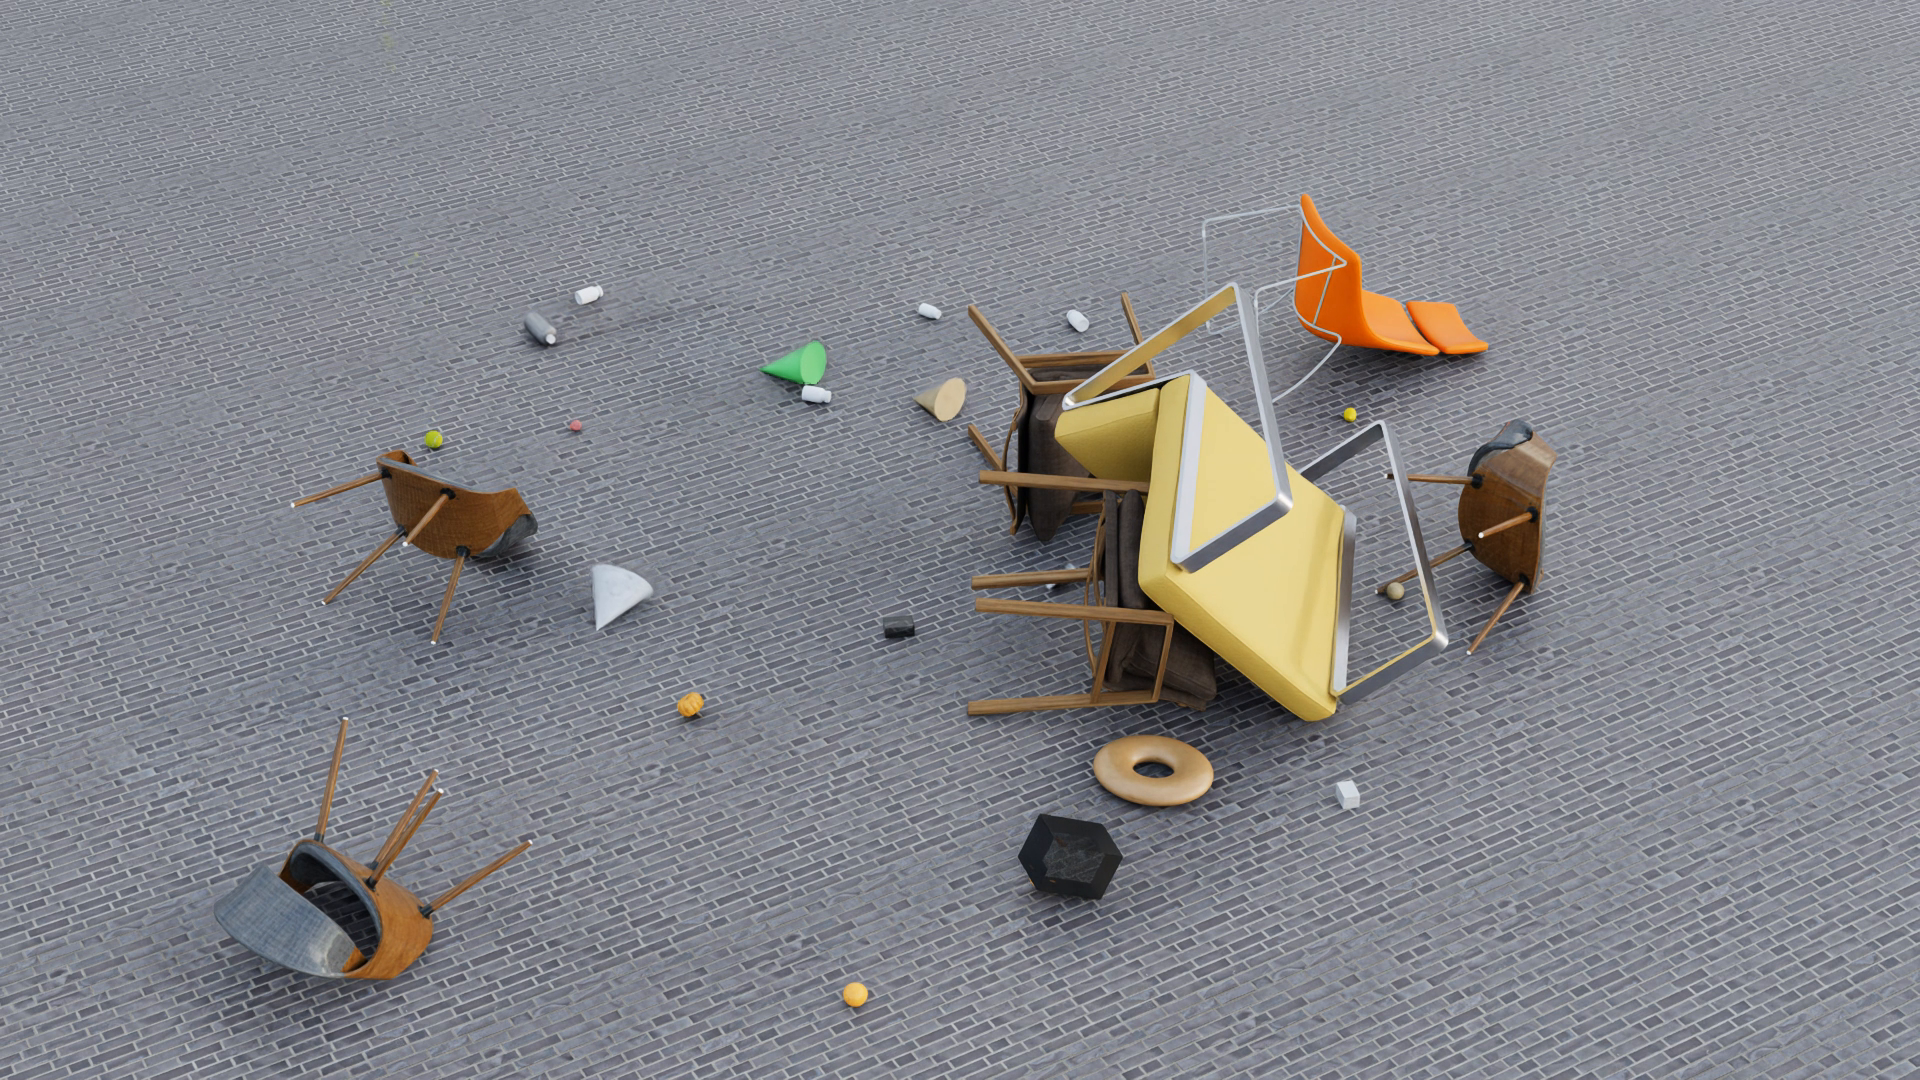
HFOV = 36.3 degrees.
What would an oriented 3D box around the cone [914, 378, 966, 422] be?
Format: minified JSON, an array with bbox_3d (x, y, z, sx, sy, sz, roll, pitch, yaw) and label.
[{"bbox_3d":[-0.115,-0.567,11.740,0.215,0.140,0.204,5,50,44],"label":"cone"}]

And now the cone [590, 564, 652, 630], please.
[{"bbox_3d":[-1.258,0.235,10.517,0.238,0.158,0.234,19,56,5],"label":"cone"}]

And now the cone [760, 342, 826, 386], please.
[{"bbox_3d":[-0.711,-0.707,11.948,0.256,0.159,0.251,-5,27,25],"label":"cone"}]

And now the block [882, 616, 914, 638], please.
[{"bbox_3d":[-0.218,0.309,10.434,0.105,0.045,0.066,-5,34,-8],"label":"block"}]

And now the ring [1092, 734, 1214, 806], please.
[{"bbox_3d":[0.641,0.763,9.721,0.407,0.075,0.349,12,35,19],"label":"ring"}]

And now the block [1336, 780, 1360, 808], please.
[{"bbox_3d":[1.274,0.837,9.630,0.054,0.048,0.080,-6,34,-10],"label":"block"}]

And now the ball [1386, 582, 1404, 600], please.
[{"bbox_3d":[1.575,0.185,10.606,0.064,0.064,0.064,0,33,0],"label":"ball"}]

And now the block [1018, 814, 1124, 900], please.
[{"bbox_3d":[0.346,0.994,9.203,0.238,0.171,0.172,12,26,-29],"label":"block"}]
